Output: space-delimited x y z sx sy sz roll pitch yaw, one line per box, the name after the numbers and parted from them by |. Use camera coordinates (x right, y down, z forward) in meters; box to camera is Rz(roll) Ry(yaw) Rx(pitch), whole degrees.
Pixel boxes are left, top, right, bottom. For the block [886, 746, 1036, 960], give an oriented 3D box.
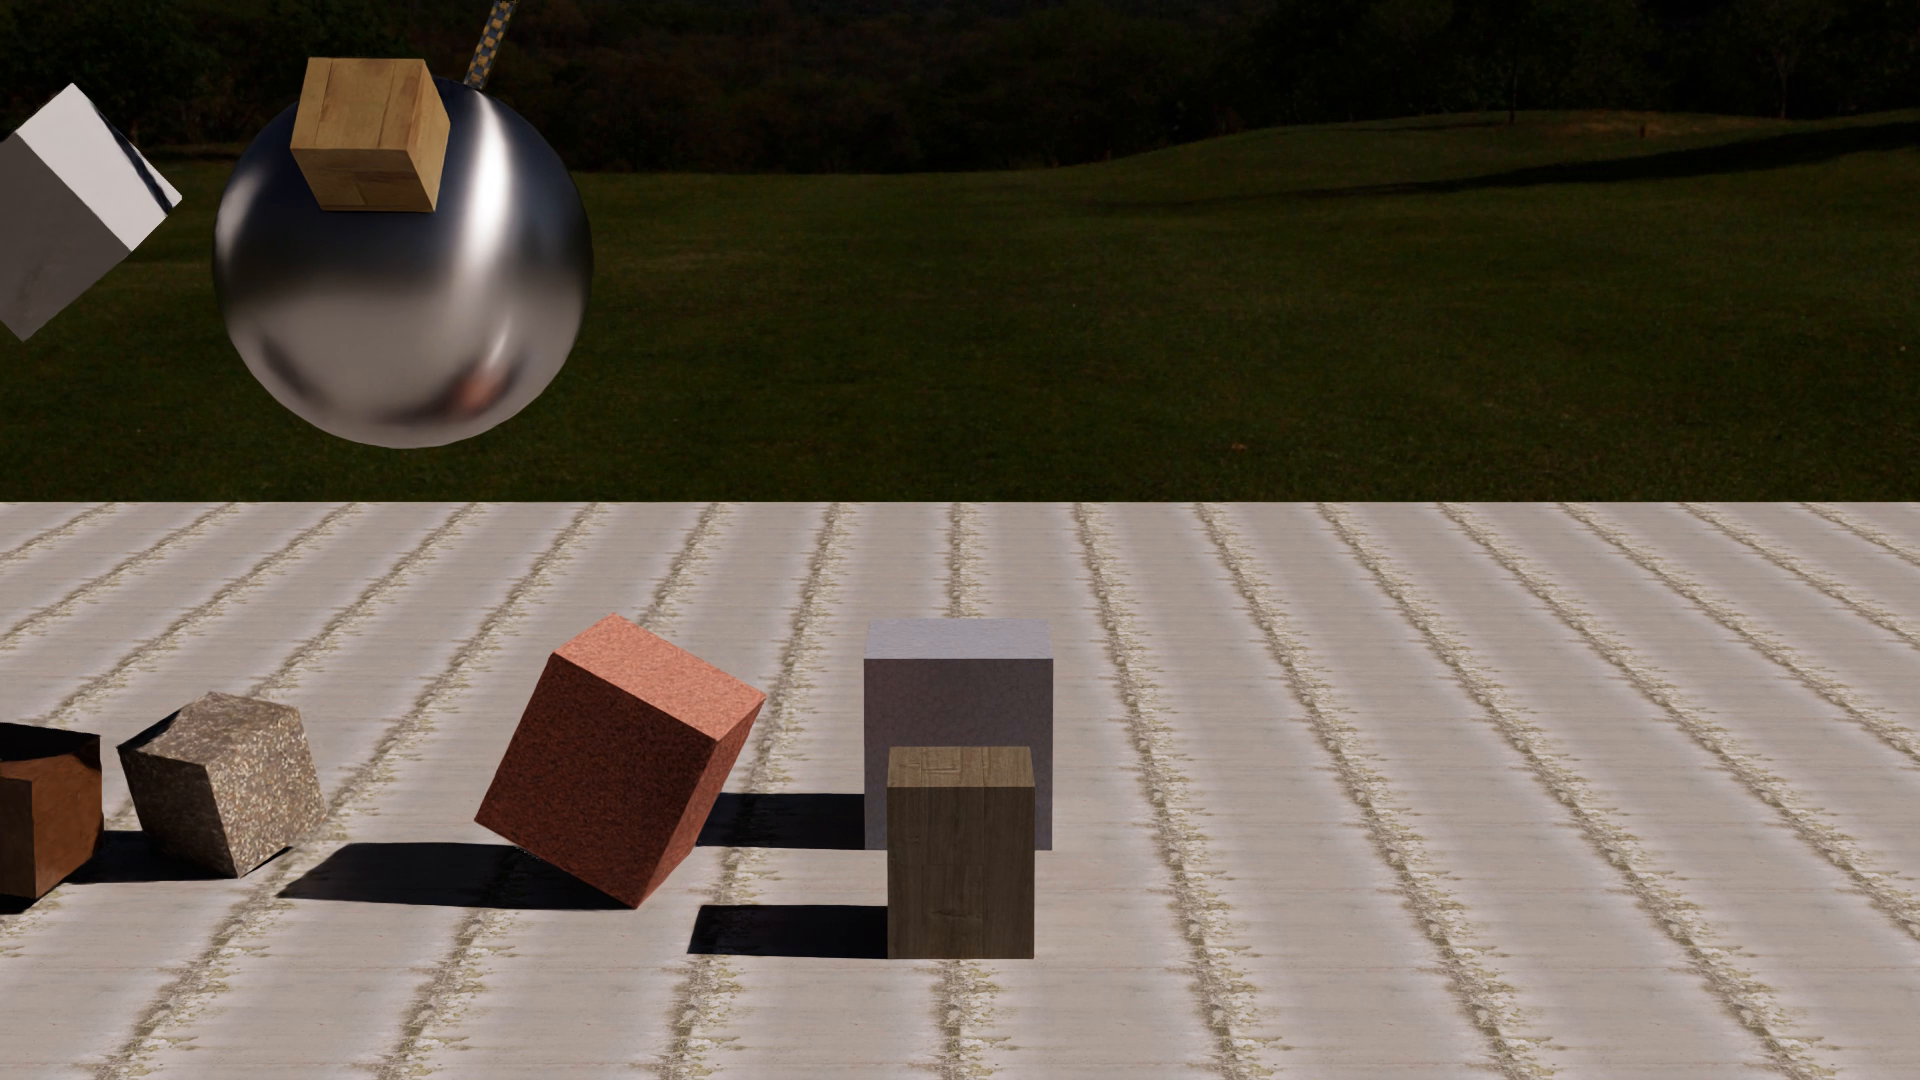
0.002 1.276 10.543 0.588 0.717 0.619 0 10 0 | block

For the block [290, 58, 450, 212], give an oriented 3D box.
-2.296 -1.581 10.022 0.456 0.424 0.422 1 -26 5 | block

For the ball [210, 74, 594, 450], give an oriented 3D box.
-2.370 -1.189 10.964 1.600 1.600 1.600 0 10 0 | ball

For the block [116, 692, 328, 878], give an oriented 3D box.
-3.324 1.096 11.582 0.580 0.572 0.559 7 27 32 | block

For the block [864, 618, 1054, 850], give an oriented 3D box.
-0.005 0.901 12.091 0.858 0.901 0.863 0 10 0 | block

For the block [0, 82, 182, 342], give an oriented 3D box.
-3.899 -1.403 10.970 0.703 0.659 0.600 -33 21 22 | block

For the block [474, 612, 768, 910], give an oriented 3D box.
-1.471 0.949 11.242 0.796 0.845 0.822 28 14 5 | block

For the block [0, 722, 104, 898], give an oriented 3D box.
-4.079 1.155 11.061 0.514 0.535 0.566 6 17 9 | block

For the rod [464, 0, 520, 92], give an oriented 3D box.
-1.027 -4.262 10.405 0.080 5.200 0.080 23 9 -4 | rod
